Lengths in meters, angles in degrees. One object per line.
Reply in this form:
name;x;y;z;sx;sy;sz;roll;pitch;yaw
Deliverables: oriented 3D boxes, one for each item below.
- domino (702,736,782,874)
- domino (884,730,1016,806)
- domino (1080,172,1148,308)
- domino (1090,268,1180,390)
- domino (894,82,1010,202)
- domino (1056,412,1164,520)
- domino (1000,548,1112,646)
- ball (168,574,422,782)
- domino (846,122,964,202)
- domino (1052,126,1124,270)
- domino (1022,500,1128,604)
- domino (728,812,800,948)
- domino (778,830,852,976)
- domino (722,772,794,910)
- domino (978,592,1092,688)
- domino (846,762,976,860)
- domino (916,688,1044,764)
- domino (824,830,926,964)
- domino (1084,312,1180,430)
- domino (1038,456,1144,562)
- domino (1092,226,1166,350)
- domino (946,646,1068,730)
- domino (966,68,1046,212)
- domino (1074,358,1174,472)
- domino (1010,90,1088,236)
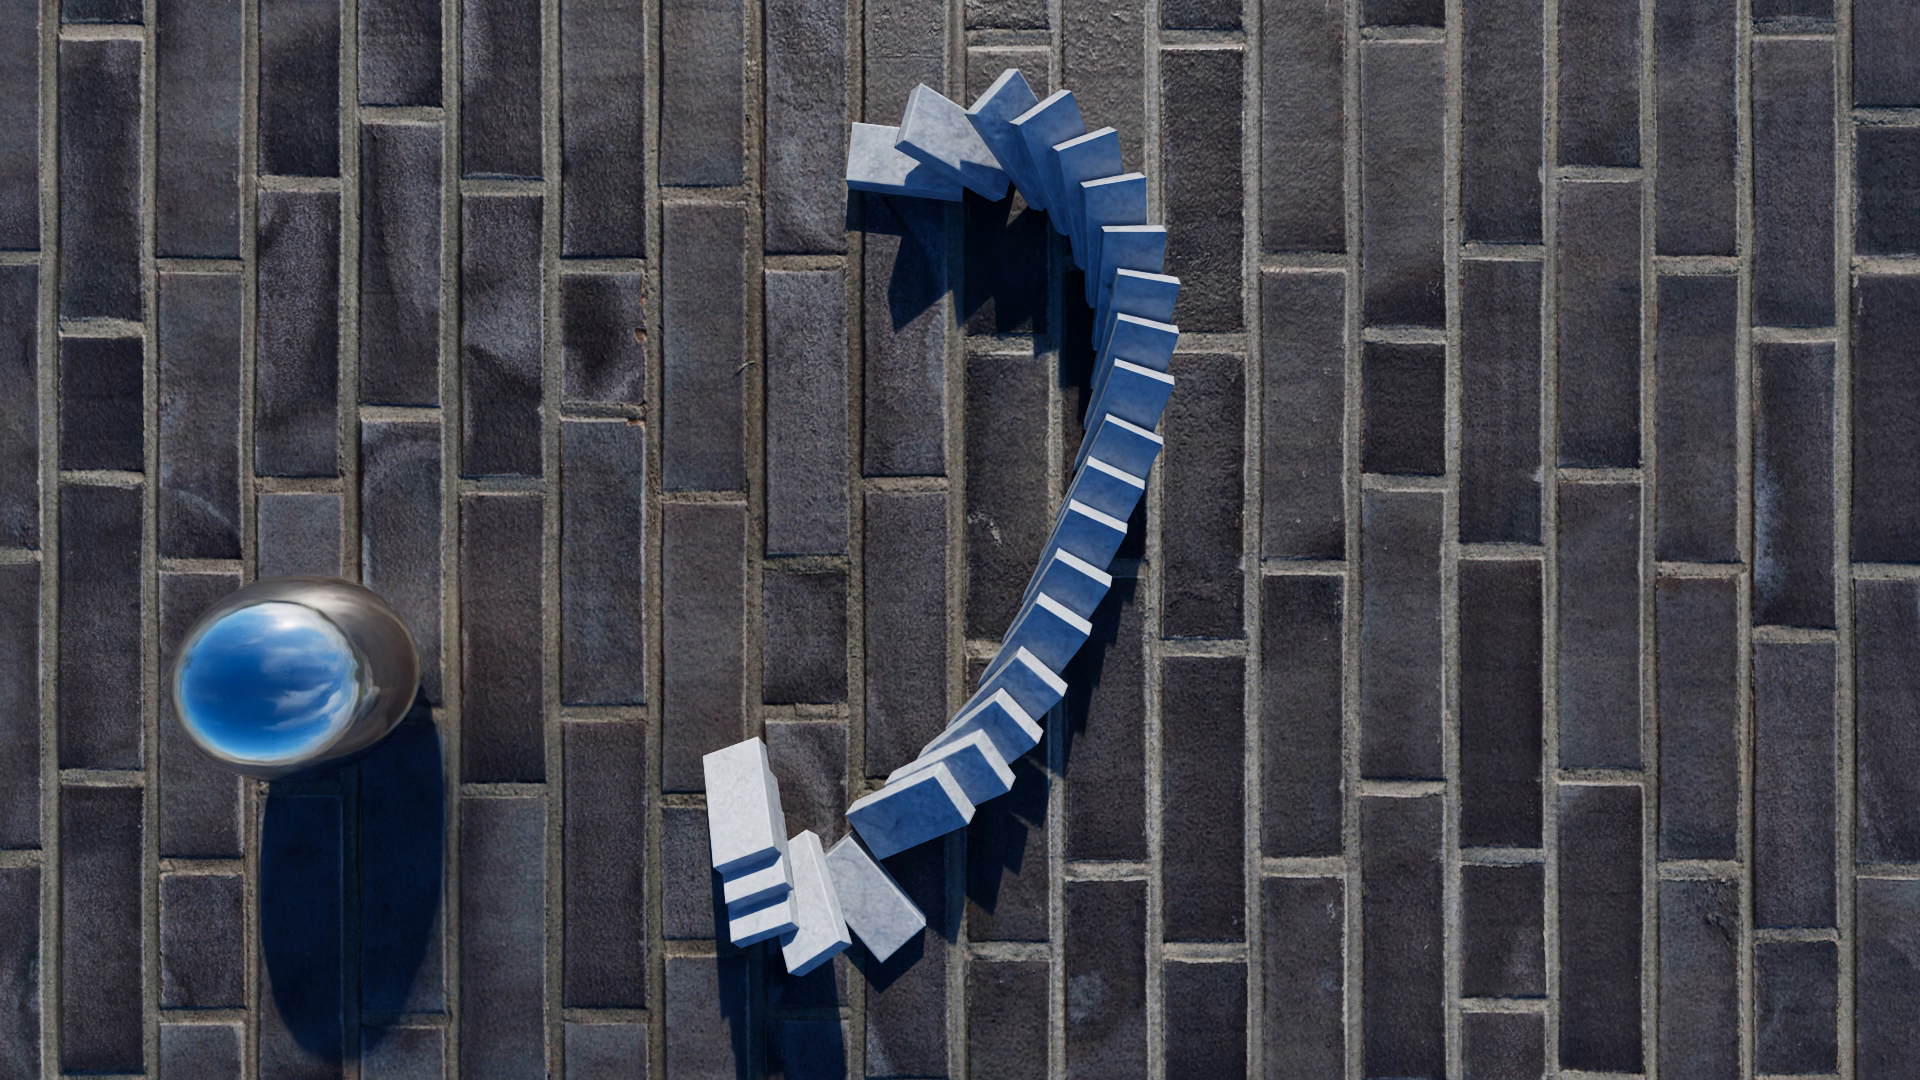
domino;-0.091;0.109;0.381;0.025;0.009;0.050;-20;51;0
domino;-0.005;0.101;0.383;0.050;0.010;0.025;-31;98;27
domino;0.064;-0.124;0.382;0.025;0.010;0.050;-10;124;-2
domino;0.072;-0.086;0.382;0.025;0.009;0.050;9;123;-1
domino;0.000;-0.165;0.383;0.050;0.009;0.025;18;85;-29
domino;0.062;-0.025;0.384;0.025;0.010;0.050;24;119;0
domino;0.040;0.030;0.384;0.025;0.009;0.050;29;119;0
ball;-0.258;0.053;0.360;0.080;0.080;0.080;0;90;0
domino;-0.022;-0.163;0.395;0.050;0.010;0.025;7;90;0
domino;0.056;-0.142;0.382;0.025;0.010;0.050;-20;125;-2
domino;0.047;0.010;0.383;0.025;0.009;0.050;24;119;0
domino;-0.083;0.139;0.380;0.025;0.010;0.050;-19;51;1
domino;-0.064;0.149;0.379;0.025;0.009;0.050;-34;49;6
domino;-0.086;0.124;0.381;0.025;0.010;0.050;-20;51;0
domino;0.031;0.048;0.384;0.025;0.009;0.050;32;119;0
domino;-0.021;0.114;0.383;0.050;0.009;0.025;-30;98;27
domino;0.008;0.086;0.383;0.025;0.009;0.050;46;118;-3
domino;-0.040;0.154;0.395;0.025;0.010;0.050;-41;90;0
domino;0.071;-0.067;0.382;0.025;0.010;0.050;14;123;-1
domino;0.055;-0.007;0.384;0.025;0.010;0.050;24;119;0
domino;0.070;-0.104;0.382;0.025;0.009;0.050;0;123;0
domino;0.019;0.070;0.385;0.025;0.009;0.050;41;117;0
domino;0.027;-0.166;0.381;0.025;0.010;0.050;-47;127;0
domino;0.068;-0.048;0.383;0.025;0.010;0.050;18;123;0
domino;0.043;-0.156;0.381;0.025;0.010;0.050;-34;126;-2
